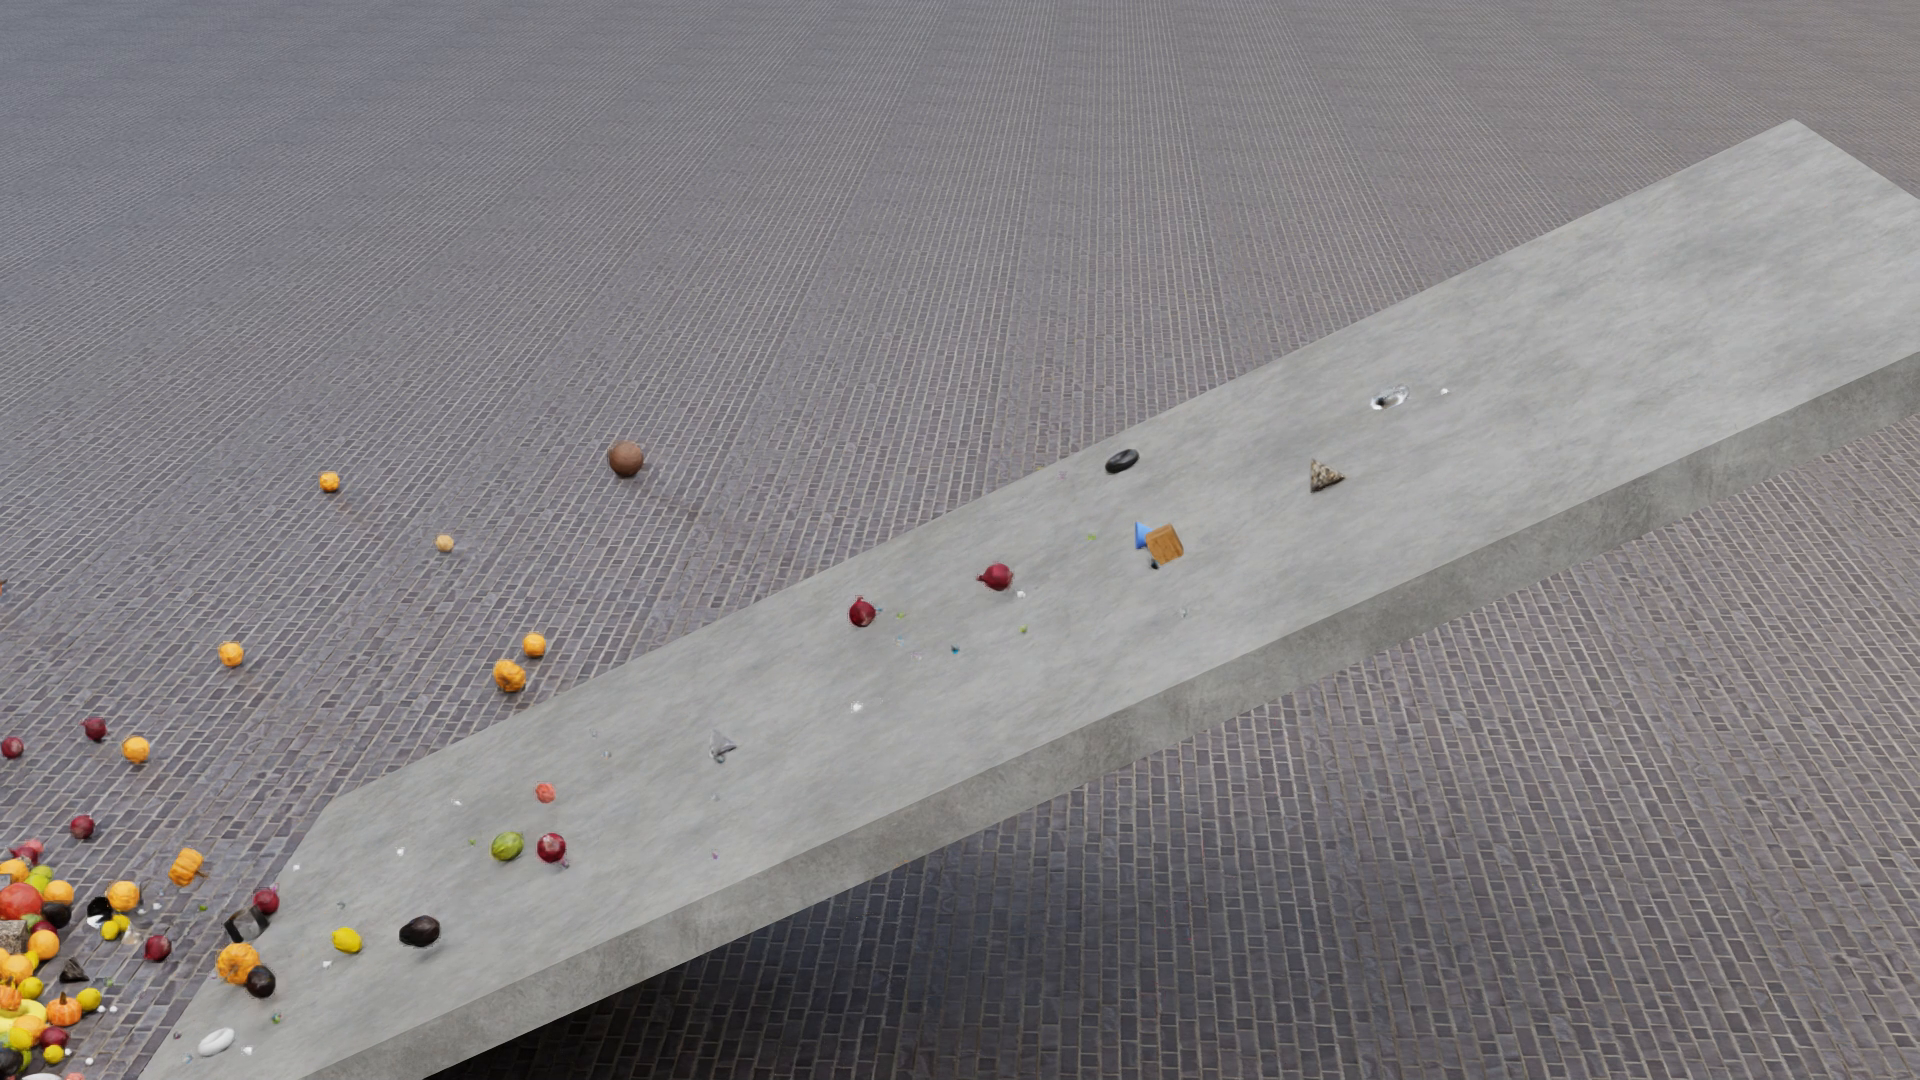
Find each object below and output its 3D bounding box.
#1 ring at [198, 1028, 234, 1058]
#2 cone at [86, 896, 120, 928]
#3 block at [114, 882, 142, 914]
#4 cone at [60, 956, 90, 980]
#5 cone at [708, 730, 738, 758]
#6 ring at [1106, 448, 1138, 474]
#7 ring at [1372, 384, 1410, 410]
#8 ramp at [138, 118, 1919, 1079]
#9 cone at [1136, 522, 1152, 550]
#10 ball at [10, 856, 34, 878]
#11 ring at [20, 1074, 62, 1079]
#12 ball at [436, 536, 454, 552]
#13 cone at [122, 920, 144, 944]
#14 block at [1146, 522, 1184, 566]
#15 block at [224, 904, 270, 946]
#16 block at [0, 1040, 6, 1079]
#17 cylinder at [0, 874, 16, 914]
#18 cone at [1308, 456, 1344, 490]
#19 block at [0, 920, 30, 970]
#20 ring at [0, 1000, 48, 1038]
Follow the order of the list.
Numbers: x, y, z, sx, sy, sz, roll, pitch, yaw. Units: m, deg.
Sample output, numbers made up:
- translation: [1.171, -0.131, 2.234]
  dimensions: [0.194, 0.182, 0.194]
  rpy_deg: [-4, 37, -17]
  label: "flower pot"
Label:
- translation: [-1.516, 1.024, 5.993]
  dimensions: [0.081, 0.027, 0.081]
  rpy_deg: [-25, 15, 7]
  label: "ring"
- translation: [-2.041, 0.897, 7.059]
  dimensions: [0.077, 0.077, 0.077]
  rpy_deg: [8, -8, 25]
  label: "cone"
- translation: [-2.013, 0.867, 7.119]
  dimensions: [0.059, 0.059, 0.059]
  rpy_deg: [-3, 17, -11]
  label: "block"
- translation: [-2.021, 0.995, 6.739]
  dimensions: [0.061, 0.061, 0.061]
  rpy_deg: [27, 17, -3]
  label: "cone"
- translation: [-0.495, 0.435, 6.229]
  dimensions: [0.059, 0.059, 0.059]
  rpy_deg: [4, 17, 11]
  label: "cone"
- translation: [0.378, -0.184, 6.856]
  dimensions: [0.086, 0.029, 0.086]
  rpy_deg: [-27, 13, 7]
  label: "ring"
- translation: [0.917, -0.304, 6.268]
  dimensions: [0.087, 0.029, 0.087]
  rpy_deg: [-25, 15, 7]
  label: "ring"
- translation: [0.138, 0.168, 6.281]
  dimensions: [4.000, 0.100, 2.000]
  rpy_deg: [-25, 14, 10]
  label: "ramp"
- translation: [0.400, -0.008, 6.162]
  dimensions: [0.060, 0.060, 0.060]
  rpy_deg: [-1, 16, -3]
  label: "cone"
- translation: [-2.330, 0.813, 7.310]
  dimensions: [0.055, 0.055, 0.055]
  rpy_deg: [0, 16, 0]
  label: "ball"
- translation: [-1.937, 1.154, 6.186]
  dimensions: [0.106, 0.035, 0.106]
  rpy_deg: [1, 15, 0]
  label: "ring"
- translation: [-1.757, 0.012, 10.022]
  dimensions: [0.058, 0.058, 0.058]
  rpy_deg: [0, 16, 0]
  label: "ball"
- translation: [-1.956, 0.922, 6.945]
  dimensions: [0.052, 0.052, 0.052]
  rpy_deg: [0, 16, 0]
  label: "cone"
- translation: [0.417, 0.009, 5.998]
  dimensions: [0.058, 0.058, 0.058]
  rpy_deg: [-25, 14, 10]
  label: "block"
- translation: [-1.619, 0.874, 6.677]
  dimensions: [0.061, 0.061, 0.061]
  rpy_deg: [-21, 15, 25]
  label: "block"
- translation: [-2.090, 1.112, 6.237]
  dimensions: [0.088, 0.088, 0.088]
  rpy_deg: [8, 18, 26]
  label: "block"
- translation: [-2.334, 0.855, 7.094]
  dimensions: [0.095, 0.095, 0.095]
  rpy_deg: [-3, 17, -10]
  label: "cylinder"
- translation: [0.745, -0.129, 5.936]
  dimensions: [0.073, 0.073, 0.073]
  rpy_deg: [13, 18, 8]
  label: "cone"
- translation: [-2.214, 0.939, 6.825]
  dimensions: [0.086, 0.086, 0.086]
  rpy_deg: [-2, 17, -6]
  label: "block"
- translation: [-2.085, 1.058, 6.494]
  dimensions: [0.137, 0.046, 0.137]
  rpy_deg: [0, 18, 0]
  label: "ring"
